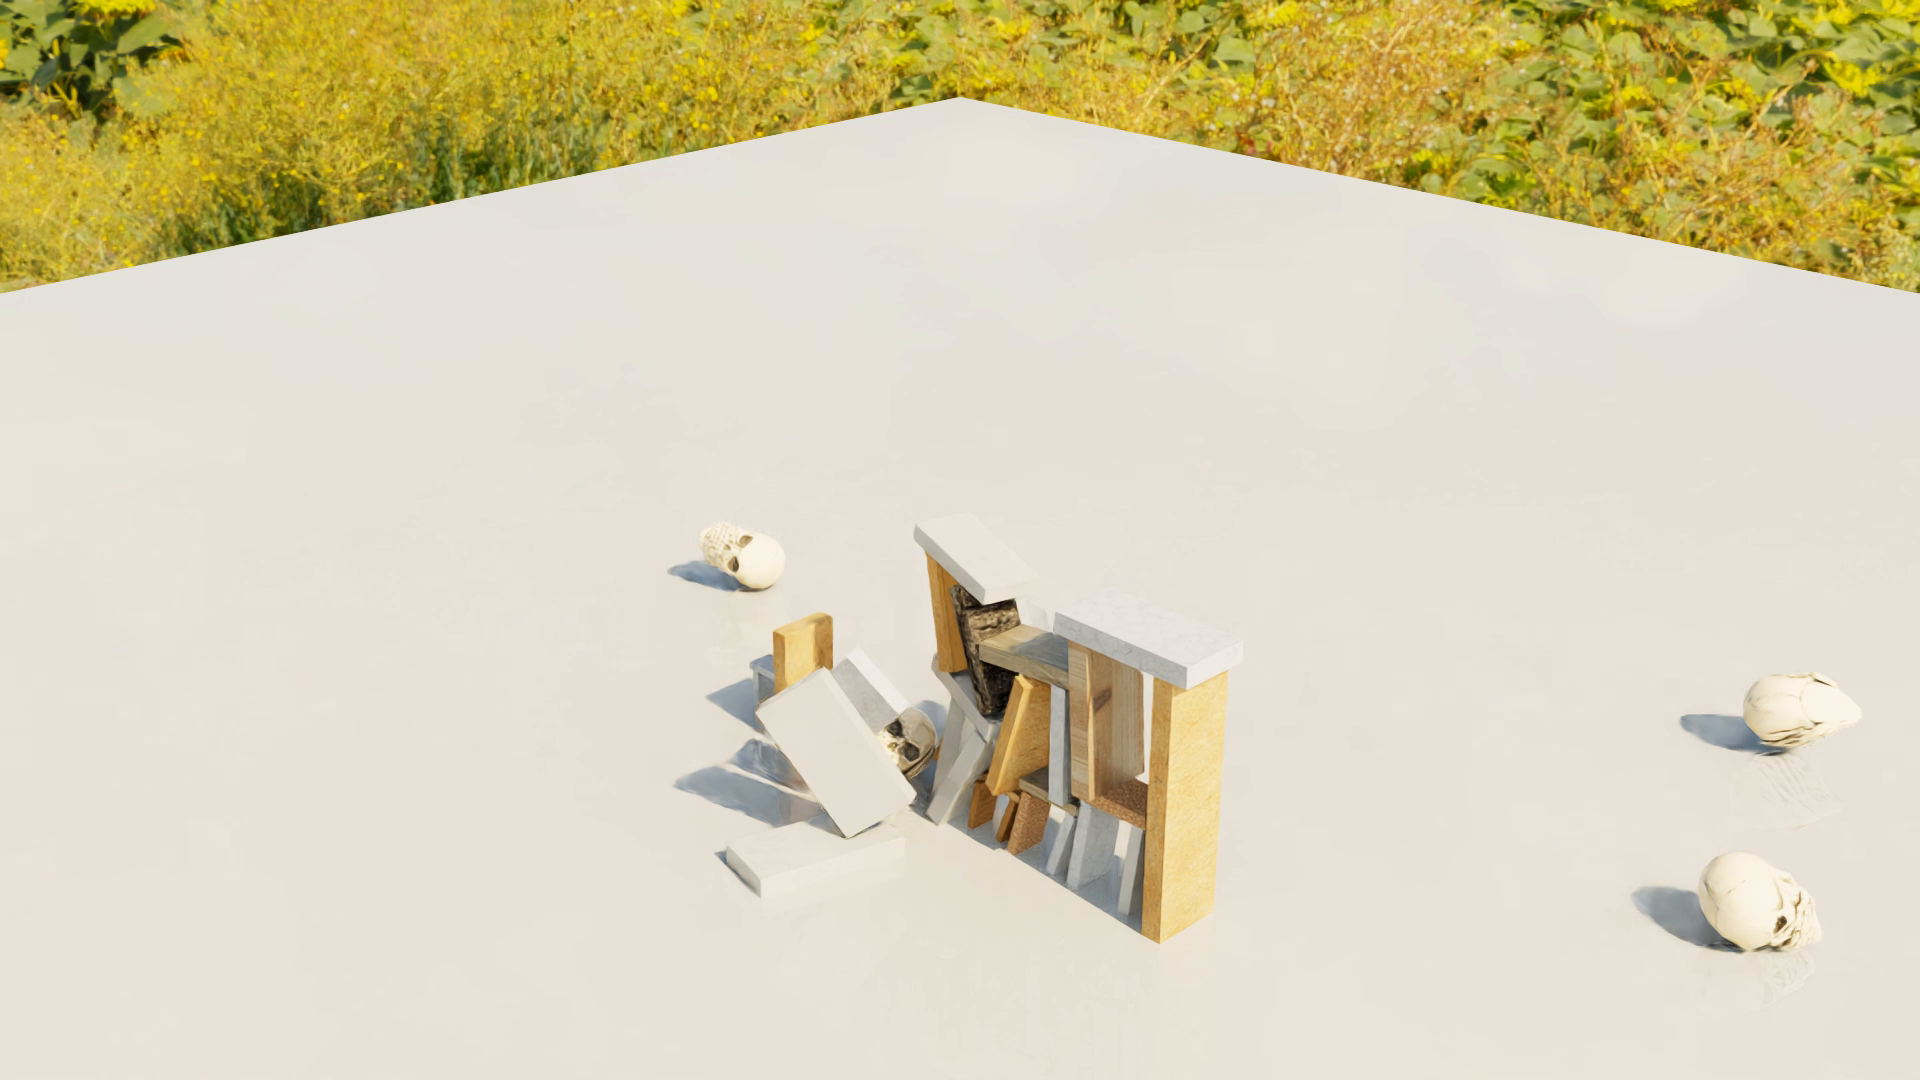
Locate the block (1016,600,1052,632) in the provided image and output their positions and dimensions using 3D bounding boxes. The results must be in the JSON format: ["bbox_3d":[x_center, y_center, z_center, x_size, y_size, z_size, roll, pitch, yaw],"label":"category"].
[{"bbox_3d":[0.169,0.217,4.922,0.038,0.135,0.270,-17,-11,10],"label":"block"}]

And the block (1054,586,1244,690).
[{"bbox_3d":[0.335,0.172,3.930,0.311,0.044,0.155,22,32,40],"label":"block"}]

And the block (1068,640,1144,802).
[{"bbox_3d":[0.272,0.310,4.057,0.155,0.311,0.044,-21,28,-40],"label":"block"}]

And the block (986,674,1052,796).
[{"bbox_3d":[0.138,0.364,4.209,0.122,0.292,0.035,-11,45,-27],"label":"block"}]

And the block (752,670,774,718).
[{"bbox_3d":[-0.426,0.331,4.835,0.016,0.114,0.057,21,31,41],"label":"block"}]

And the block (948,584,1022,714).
[{"bbox_3d":[0.066,0.197,4.237,0.126,0.252,0.036,-19,8,-39],"label":"block"}]

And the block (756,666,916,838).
[{"bbox_3d":[-0.239,0.411,4.238,0.155,0.310,0.044,-31,12,18],"label":"block"}]

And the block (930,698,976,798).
[{"bbox_3d":[0.012,0.395,4.479,0.038,0.269,0.135,24,32,21],"label":"block"}]

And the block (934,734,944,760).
[{"bbox_3d":[0.038,0.335,4.589,0.038,0.270,0.135,28,14,20],"label":"block"}]

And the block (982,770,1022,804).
[{"bbox_3d":[0.101,0.479,4.322,0.057,0.016,0.113,-17,31,-36],"label":"block"}]

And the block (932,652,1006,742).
[{"bbox_3d":[0.060,0.299,4.338,0.135,0.038,0.269,-7,31,-24],"label":"block"}]

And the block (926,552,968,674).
[{"bbox_3d":[0.008,0.126,4.348,0.126,0.252,0.036,-12,10,-30],"label":"block"}]

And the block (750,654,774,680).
[{"bbox_3d":[-0.399,0.281,4.784,0.114,0.016,0.057,21,31,41],"label":"block"}]

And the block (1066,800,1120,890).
[{"bbox_3d":[0.259,0.563,4.183,0.097,0.194,0.028,-21,41,-40],"label":"block"}]

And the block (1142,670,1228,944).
[{"bbox_3d":[0.406,0.467,3.978,0.155,0.532,0.044,-21,32,-41],"label":"block"}]

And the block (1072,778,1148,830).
[{"bbox_3d":[0.312,0.481,4.090,0.097,0.028,0.194,-21,31,-41],"label":"block"}]

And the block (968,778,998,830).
[{"bbox_3d":[0.048,0.519,4.392,0.057,0.113,0.016,-21,43,-41],"label":"block"}]

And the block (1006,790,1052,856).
[{"bbox_3d":[0.141,0.539,4.293,0.077,0.155,0.022,-21,47,-41],"label":"block"}]

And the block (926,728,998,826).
[{"bbox_3d":[0.038,0.452,4.371,0.135,0.269,0.038,-21,60,-41],"label":"block"}]

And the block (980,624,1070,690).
[{"bbox_3d":[0.167,0.220,4.132,0.245,0.035,0.122,16,28,42],"label":"block"}]

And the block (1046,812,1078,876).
[{"bbox_3d":[0.217,0.569,4.223,0.077,0.155,0.022,-21,50,-41],"label":"block"}]

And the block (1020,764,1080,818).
[{"bbox_3d":[0.197,0.480,4.207,0.077,0.022,0.155,-21,32,-41],"label":"block"}]

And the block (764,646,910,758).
[{"bbox_3d":[-0.250,0.357,4.412,0.155,0.311,0.044,48,38,0],"label":"block"}]

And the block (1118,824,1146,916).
[{"bbox_3d":[0.348,0.598,4.101,0.097,0.194,0.028,-21,39,-41],"label":"block"}]

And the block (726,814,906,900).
[{"bbox_3d":[-0.281,0.603,4.283,0.311,0.044,0.155,-13,26,-28],"label":"block"}]

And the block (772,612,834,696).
[{"bbox_3d":[-0.333,0.301,4.707,0.038,0.270,0.135,21,31,40],"label":"block"}]

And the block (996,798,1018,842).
[{"bbox_3d":[0.109,0.544,4.336,0.057,0.113,0.016,-19,51,-39],"label":"block"}]

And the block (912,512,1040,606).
[{"bbox_3d":[0.030,0.033,4.236,0.126,0.036,0.252,-12,37,-32],"label":"block"}]

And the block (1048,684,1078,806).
[{"bbox_3d":[0.223,0.367,4.133,0.122,0.245,0.035,-21,31,-40],"label":"block"}]
